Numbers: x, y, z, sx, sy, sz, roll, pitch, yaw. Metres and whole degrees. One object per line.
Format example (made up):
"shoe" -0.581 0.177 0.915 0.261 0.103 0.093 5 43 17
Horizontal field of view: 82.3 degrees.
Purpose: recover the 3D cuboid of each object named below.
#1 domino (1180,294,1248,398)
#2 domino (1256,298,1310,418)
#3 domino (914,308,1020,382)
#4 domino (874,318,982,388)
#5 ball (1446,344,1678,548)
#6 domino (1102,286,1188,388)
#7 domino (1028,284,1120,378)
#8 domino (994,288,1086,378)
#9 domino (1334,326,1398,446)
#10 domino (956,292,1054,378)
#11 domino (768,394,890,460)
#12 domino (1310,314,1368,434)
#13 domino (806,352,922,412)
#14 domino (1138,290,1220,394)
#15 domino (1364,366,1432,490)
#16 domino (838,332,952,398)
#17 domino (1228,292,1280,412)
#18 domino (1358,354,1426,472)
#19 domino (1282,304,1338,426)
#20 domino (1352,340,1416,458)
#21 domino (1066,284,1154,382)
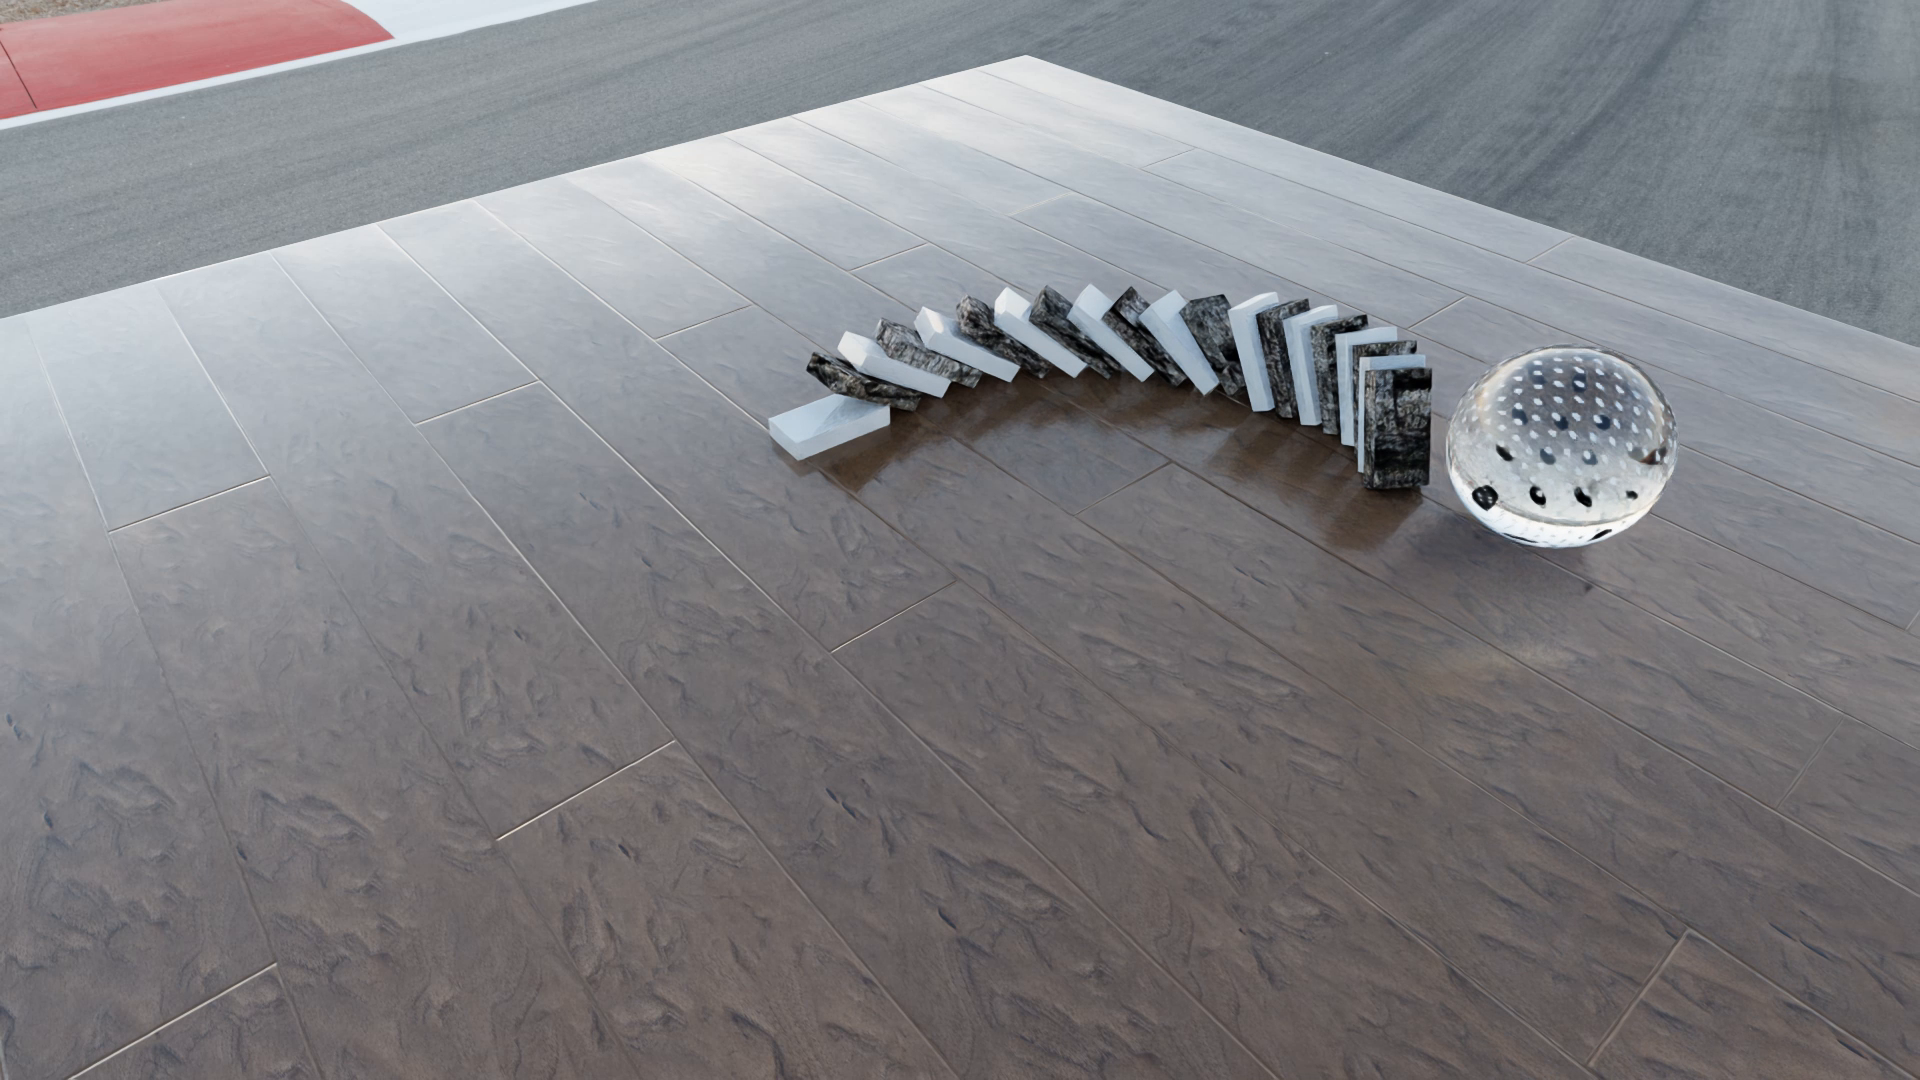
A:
"domino" 0.130 -0.095 0.537 0.025 0.010 0.050 -17 74 -35
"domino" 0.156 -0.085 0.517 0.025 0.050 0.010 -24 16 -26
"domino" 0.004 -0.096 0.541 0.050 0.009 0.025 18 31 -29
"domino" -0.015 -0.091 0.534 0.050 0.010 0.025 15 27 -34
"ball" 0.235 -0.037 0.432 0.080 0.080 0.080 0 39 0
"domino" 0.095 -0.101 0.545 0.050 0.010 0.025 43 46 -4
"domino" 0.059 -0.104 0.549 0.050 0.010 0.025 34 38 -14
"domino" 0.040 -0.103 0.548 0.050 0.009 0.025 30 35 -19
"domino" 0.185 -0.070 0.498 0.025 0.050 0.009 -11 12 -13
"domino" 0.022 -0.101 0.546 0.050 0.010 0.025 26 31 -25
"domino" -0.060 -0.055 0.511 0.050 0.010 0.025 -26 46 -28
"domino" 0.177 -0.076 0.506 0.025 0.050 0.010 -17 14 -20
"domino" -0.044 -0.073 0.513 0.050 0.009 0.025 7 26 -48
"domino" 0.113 -0.097 0.541 0.050 0.010 0.025 51 50 3
"domino" 0.187 -0.048 0.471 0.025 0.050 0.009 -5 11 -6
"domino" -0.031 -0.084 0.526 0.050 0.010 0.025 12 27 -40
"domino" 0.144 -0.089 0.521 0.025 0.050 0.010 -29 19 -31
"domino" 0.188 -0.055 0.480 0.025 0.050 0.010 -4 11 -6
"domino" 0.167 -0.081 0.512 0.025 0.050 0.009 -22 16 -25
"domino" 0.189 -0.062 0.489 0.025 0.050 0.009 -7 11 -8
"domino" 0.078 -0.104 0.549 0.050 0.009 0.025 38 43 -8
